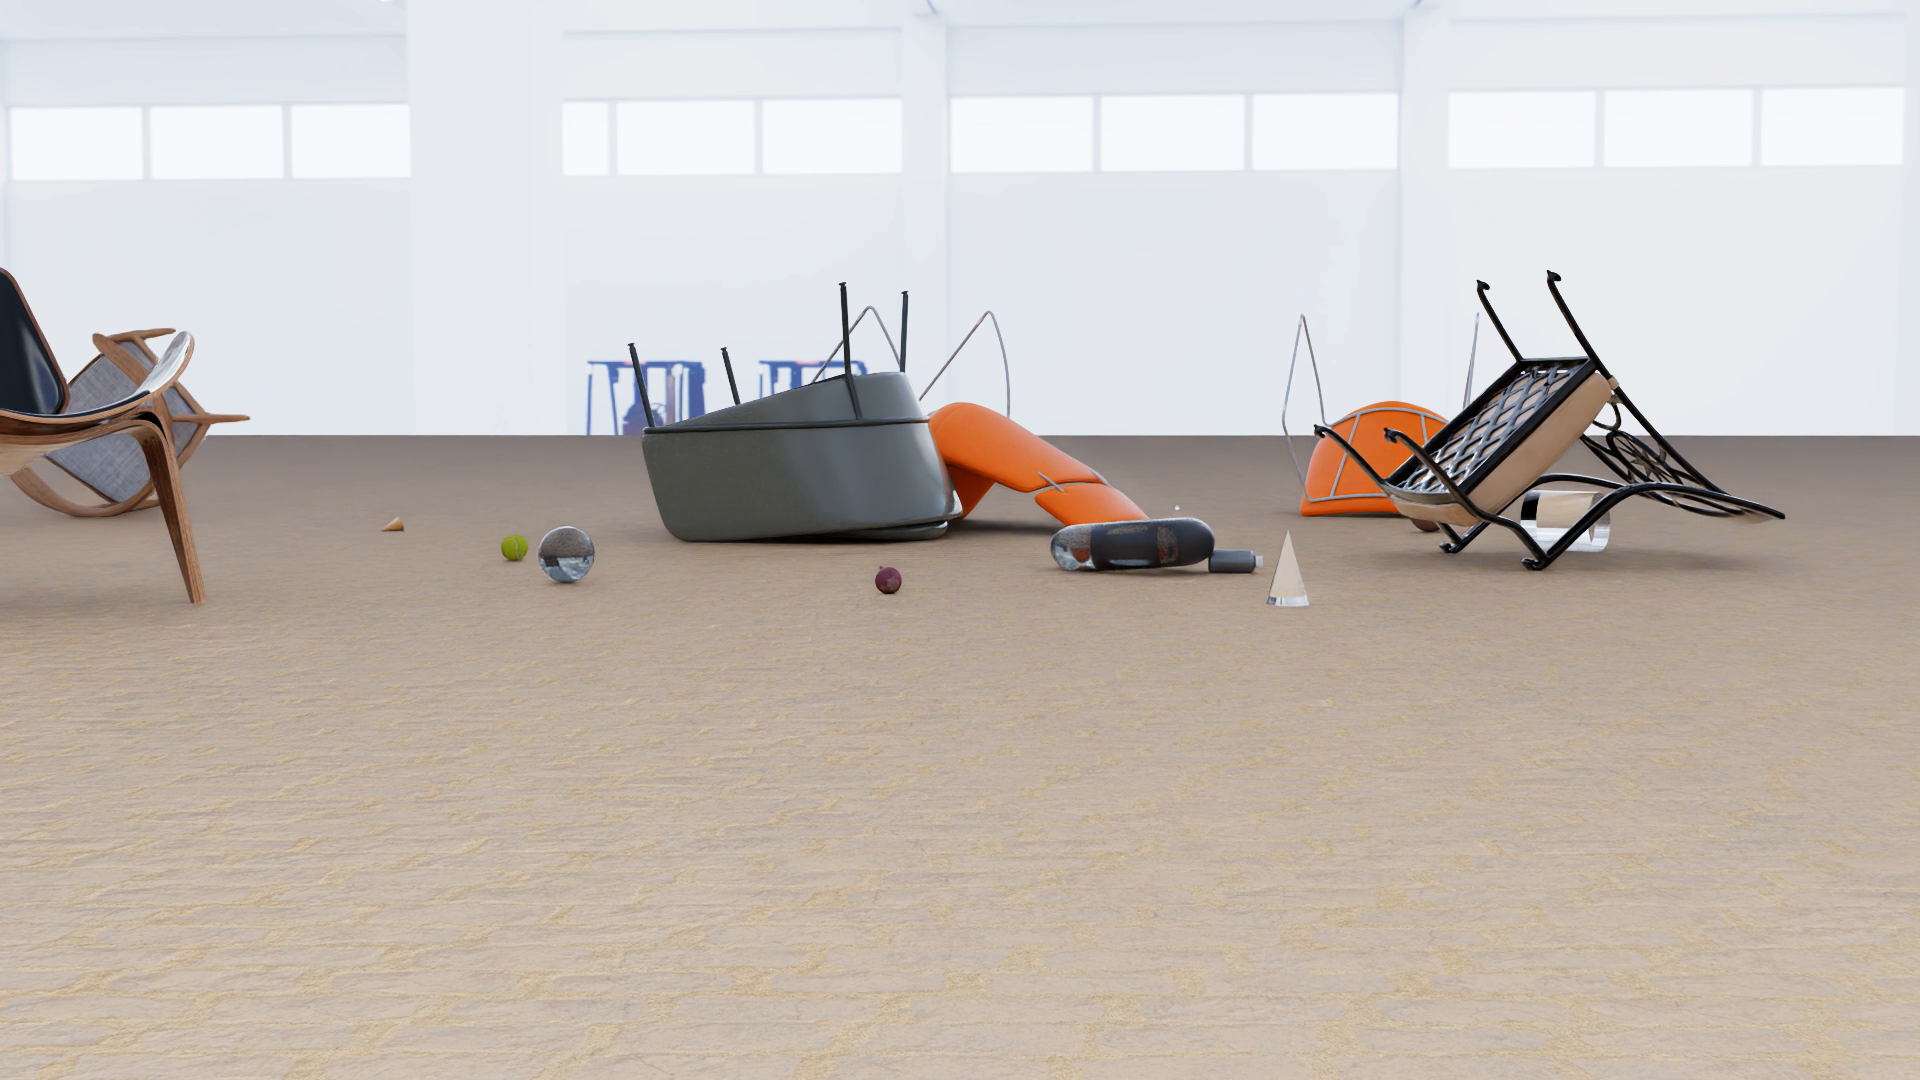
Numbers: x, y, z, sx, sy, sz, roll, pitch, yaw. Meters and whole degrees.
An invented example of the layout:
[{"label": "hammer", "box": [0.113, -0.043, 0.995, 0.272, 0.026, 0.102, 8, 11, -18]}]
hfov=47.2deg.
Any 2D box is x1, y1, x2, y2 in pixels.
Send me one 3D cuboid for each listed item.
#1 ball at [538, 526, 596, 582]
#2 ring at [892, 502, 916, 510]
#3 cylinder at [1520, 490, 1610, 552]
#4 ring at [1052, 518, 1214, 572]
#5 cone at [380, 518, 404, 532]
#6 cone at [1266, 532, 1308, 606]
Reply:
[{"label": "ball", "box": [-0.912, 0.034, 5.097, 0.131, 0.131, 0.131, 0, 4, 0]}, {"label": "ring", "box": [-0.207, -0.124, 8.178, 0.091, 0.025, 0.102, -1, 3, -21]}, {"label": "cylinder", "box": [1.681, -0.053, 6.103, 0.184, 0.164, 0.229, 2, -6, 31]}, {"label": "ring", "box": [0.424, 0.012, 5.432, 0.448, 0.116, 0.279, -3, 1, 36]}, {"label": "cone", "box": [-1.804, -0.040, 6.967, 0.068, 0.045, 0.058, -22, 15, -23]}, {"label": "cone", "box": [0.685, 0.056, 4.597, 0.090, 0.156, 0.105, 0, 4, -3]}]
